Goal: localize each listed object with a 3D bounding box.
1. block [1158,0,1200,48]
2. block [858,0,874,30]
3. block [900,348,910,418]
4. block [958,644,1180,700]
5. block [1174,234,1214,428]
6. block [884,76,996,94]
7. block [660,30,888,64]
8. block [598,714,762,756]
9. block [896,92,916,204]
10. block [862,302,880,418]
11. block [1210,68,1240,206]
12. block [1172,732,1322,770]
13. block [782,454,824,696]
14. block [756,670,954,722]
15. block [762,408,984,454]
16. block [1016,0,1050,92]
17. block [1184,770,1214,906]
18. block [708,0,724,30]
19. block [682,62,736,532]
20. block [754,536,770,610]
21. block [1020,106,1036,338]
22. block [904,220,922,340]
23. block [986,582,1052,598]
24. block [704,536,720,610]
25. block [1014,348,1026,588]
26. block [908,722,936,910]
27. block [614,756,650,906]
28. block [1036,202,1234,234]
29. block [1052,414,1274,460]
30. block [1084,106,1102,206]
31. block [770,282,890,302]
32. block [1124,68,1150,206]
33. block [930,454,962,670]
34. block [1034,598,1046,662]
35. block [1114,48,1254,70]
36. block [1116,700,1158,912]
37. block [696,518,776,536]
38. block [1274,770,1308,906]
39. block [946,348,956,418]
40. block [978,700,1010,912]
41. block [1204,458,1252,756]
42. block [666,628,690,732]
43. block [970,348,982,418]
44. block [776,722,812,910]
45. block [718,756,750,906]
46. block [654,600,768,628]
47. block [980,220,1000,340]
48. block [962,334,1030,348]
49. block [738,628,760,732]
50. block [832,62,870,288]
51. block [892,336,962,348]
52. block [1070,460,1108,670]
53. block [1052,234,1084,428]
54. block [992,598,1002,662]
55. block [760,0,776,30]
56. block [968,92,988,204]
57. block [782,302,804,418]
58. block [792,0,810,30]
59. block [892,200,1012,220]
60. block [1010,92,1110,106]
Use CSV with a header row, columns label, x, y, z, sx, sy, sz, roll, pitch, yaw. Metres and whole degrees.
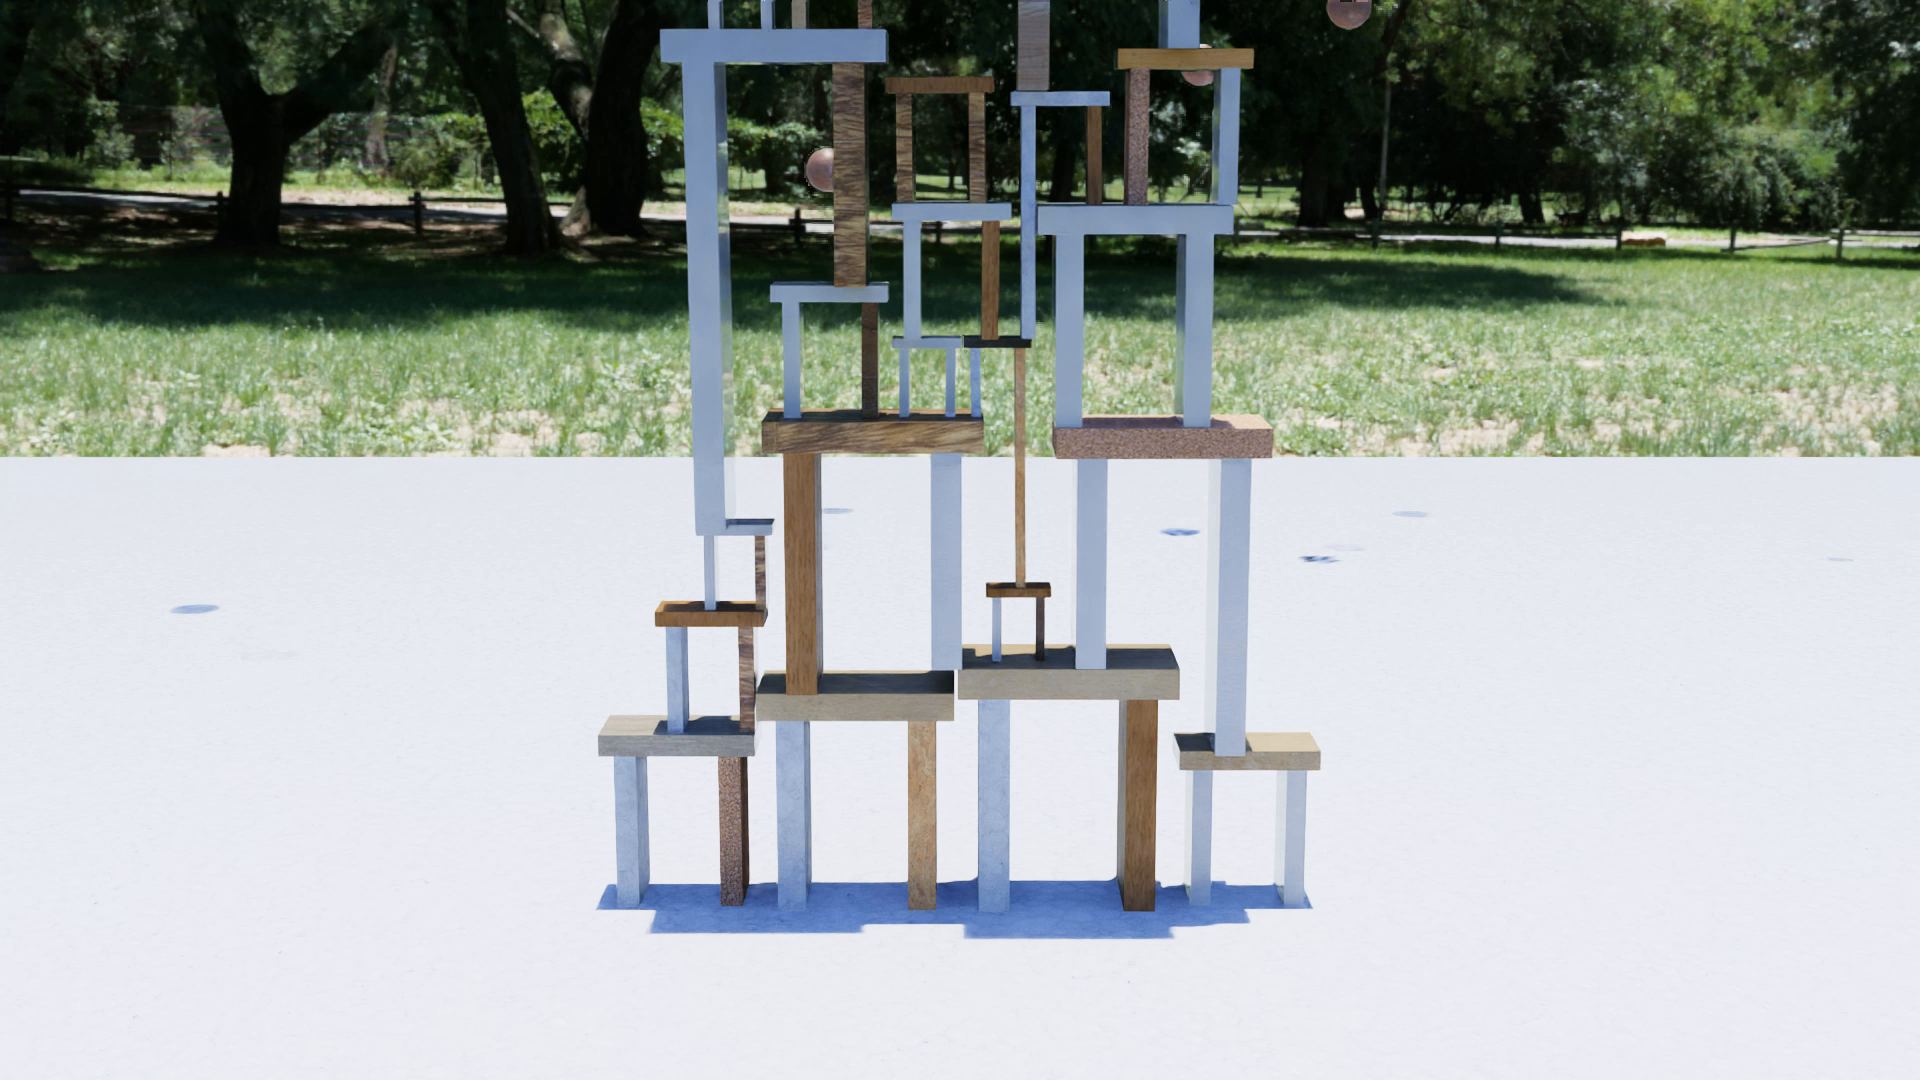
label,x,y,z,sx,sy,sz,roll,pitch,yaw
block,0.338,-0.925,3.384,0.047,0.334,0.167,0,11,0
block,-0.145,-0.863,3.394,0.022,0.152,0.076,0,11,0
block,-0.088,-0.254,3.514,0.016,0.110,0.055,0,11,0
block,0.174,0.215,3.603,0.356,0.050,0.178,0,11,0
block,0.371,-0.338,3.496,0.043,0.302,0.151,0,11,0
block,-0.029,-0.708,3.421,0.168,0.024,0.084,0,12,3
block,-0.283,-0.765,3.415,0.341,0.048,0.171,0,11,0
block,-0.459,0.322,3.624,0.254,0.036,0.127,0,11,0
block,-0.084,-0.613,3.440,0.024,0.168,0.084,0,12,3
block,-0.142,-0.290,3.505,0.026,0.184,0.092,0,11,0
block,0.415,-0.631,3.441,0.029,0.208,0.104,0,11,0
block,0.471,0.348,3.626,0.230,0.033,0.115,0,11,0
block,-0.253,0.040,3.566,0.049,0.390,0.174,0,11,0
block,-0.168,0.254,3.607,0.319,0.045,0.159,0,11,0
block,-0.137,-0.176,3.526,0.348,0.049,0.174,0,11,0
block,0.114,-0.894,3.390,0.047,0.398,0.167,1,11,0
block,0.395,0.477,3.650,0.033,0.230,0.115,0,11,0
block,-0.379,-0.849,3.402,0.017,0.121,0.061,-1,11,0
block,-0.396,-0.385,3.487,0.048,0.724,0.171,0,11,0
block,-0.322,0.048,3.570,0.017,0.122,0.061,0,11,0
block,0.107,-0.501,3.470,0.022,0.361,0.076,0,11,0
block,-0.074,-0.414,3.479,0.026,0.185,0.093,0,11,1
block,0.095,0.081,3.570,0.105,0.015,0.053,0,11,0
block,-0.403,0.048,3.570,0.017,0.122,0.061,0,11,0
block,0.097,-0.118,3.539,0.016,0.387,0.055,0,11,0
block,-0.062,0.433,3.640,0.045,0.319,0.159,0,11,0
block,-0.544,0.464,3.650,0.036,0.254,0.127,0,11,0
block,0.271,-0.507,3.464,0.301,0.043,0.151,0,11,0
block,0.321,-0.166,3.528,0.339,0.048,0.170,0,11,0
block,0.209,-0.604,3.450,0.022,0.152,0.076,-1,11,0
block,-0.205,-0.394,3.486,0.184,0.026,0.092,0,11,-1
block,0.276,-0.630,3.441,0.029,0.208,0.104,0,11,0
block,-0.021,0.020,3.563,0.049,0.348,0.174,0,10,0
block,0.130,0.140,3.581,0.015,0.105,0.053,0,11,0
block,0.346,-0.747,3.419,0.208,0.029,0.104,0,11,0
block,0.292,0.415,3.640,0.050,0.356,0.178,0,11,0
block,-0.362,-0.021,3.557,0.122,0.017,0.061,0,11,0
block,0.548,0.477,3.649,0.033,0.230,0.115,0,11,0
block,-0.015,-0.254,3.514,0.016,0.110,0.055,1,11,0
block,0.055,0.415,3.640,0.050,0.356,0.178,0,11,0
block,0.434,0.095,3.577,0.048,0.483,0.170,0,11,0
block,-0.462,0.218,3.602,0.025,0.175,0.088,0,11,0
block,0.025,-0.254,3.515,0.016,0.110,0.055,-1,11,0
block,-0.274,0.433,3.640,0.045,0.319,0.159,0,11,0
block,-0.375,0.464,3.650,0.036,0.254,0.127,0,11,0
block,-0.404,0.120,3.584,0.176,0.025,0.088,0,11,0
block,0.047,-0.414,3.476,0.026,0.185,0.093,0,12,-1
block,0.058,-0.316,3.505,0.110,0.016,0.055,0,11,1
block,-0.345,0.218,3.602,0.025,0.176,0.088,0,11,0
block,-0.170,-0.574,3.452,0.048,0.341,0.171,0,11,0
block,-0.052,-0.316,3.502,0.110,0.016,0.055,0,11,1
block,0.208,0.024,3.564,0.048,0.339,0.170,0,11,0
block,0.170,-0.338,3.496,0.043,0.301,0.151,0,11,0
block,0.060,0.140,3.581,0.015,0.105,0.053,0,11,0
block,-0.298,-0.849,3.401,0.017,0.121,0.061,-1,11,0
block,0.028,-0.613,3.437,0.024,0.168,0.084,0,12,3
block,-0.265,-0.291,3.505,0.026,0.184,0.092,0,11,0
block,-0.247,-0.863,3.393,0.022,0.152,0.076,0,11,0
block,-0.012,-0.517,3.455,0.185,0.026,0.093,0,12,2
block,0.156,-0.689,3.435,0.152,0.022,0.076,0,11,0
